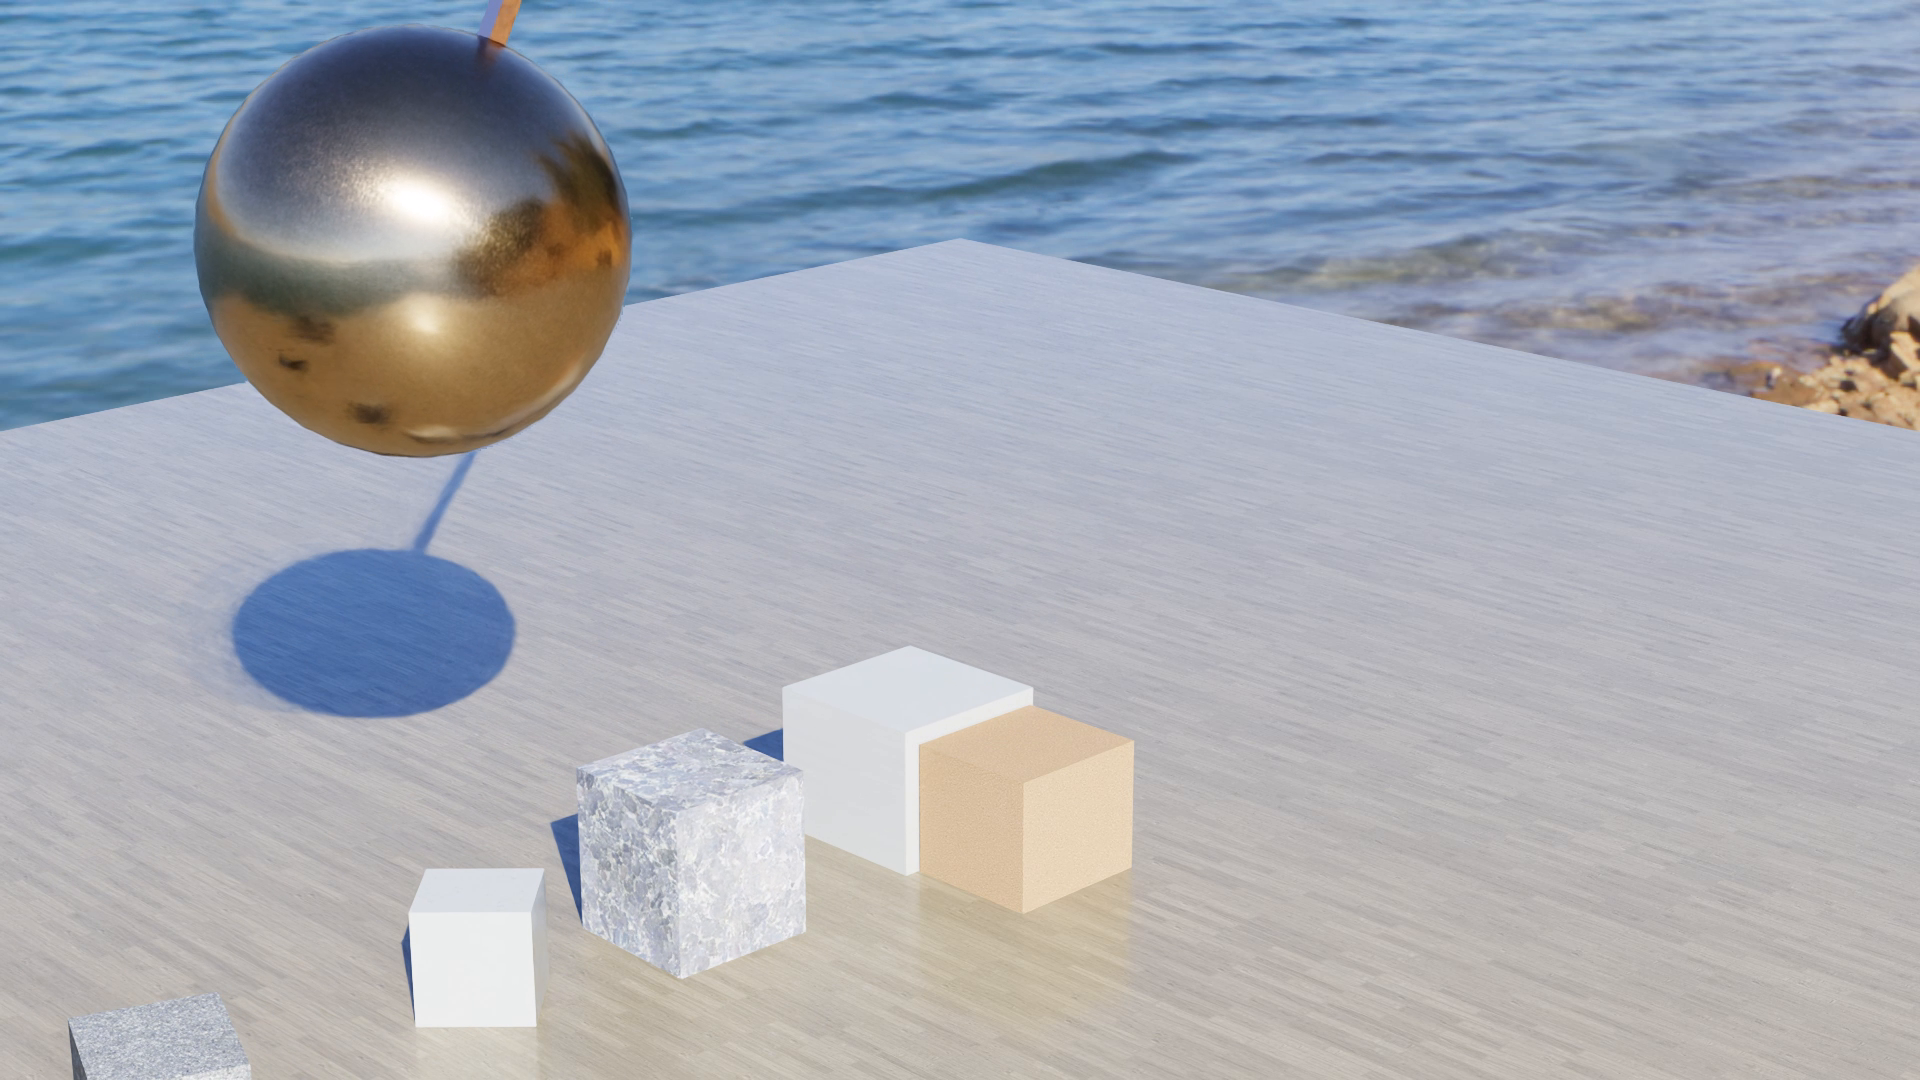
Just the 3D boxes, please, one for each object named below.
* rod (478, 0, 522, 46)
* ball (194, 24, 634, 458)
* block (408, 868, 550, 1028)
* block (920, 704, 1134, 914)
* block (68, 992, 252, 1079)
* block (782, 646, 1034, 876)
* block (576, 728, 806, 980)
[{"bbox_3d":[-0.875,-4.300,11.074,0.080,5.200,0.080,17,-4,42],"label":"rod"},{"bbox_3d":[-2.018,-1.104,10.879,1.600,1.600,1.600,0,17,0],"label":"ball"},{"bbox_3d":[-1.983,1.684,12.134,0.493,0.511,0.436,0,17,-1],"label":"block"},{"bbox_3d":[0.304,1.219,13.419,0.726,0.627,0.655,-17,24,-42],"label":"block"},{"bbox_3d":[-2.933,2.088,10.797,0.551,0.541,0.639,-8,19,-23],"label":"block"},{"bbox_3d":[-0.246,1.028,13.901,0.835,0.703,0.833,-17,24,-42],"label":"block"},{"bbox_3d":[-1.168,1.351,12.778,0.693,0.759,0.701,-16,23,-41],"label":"block"}]
